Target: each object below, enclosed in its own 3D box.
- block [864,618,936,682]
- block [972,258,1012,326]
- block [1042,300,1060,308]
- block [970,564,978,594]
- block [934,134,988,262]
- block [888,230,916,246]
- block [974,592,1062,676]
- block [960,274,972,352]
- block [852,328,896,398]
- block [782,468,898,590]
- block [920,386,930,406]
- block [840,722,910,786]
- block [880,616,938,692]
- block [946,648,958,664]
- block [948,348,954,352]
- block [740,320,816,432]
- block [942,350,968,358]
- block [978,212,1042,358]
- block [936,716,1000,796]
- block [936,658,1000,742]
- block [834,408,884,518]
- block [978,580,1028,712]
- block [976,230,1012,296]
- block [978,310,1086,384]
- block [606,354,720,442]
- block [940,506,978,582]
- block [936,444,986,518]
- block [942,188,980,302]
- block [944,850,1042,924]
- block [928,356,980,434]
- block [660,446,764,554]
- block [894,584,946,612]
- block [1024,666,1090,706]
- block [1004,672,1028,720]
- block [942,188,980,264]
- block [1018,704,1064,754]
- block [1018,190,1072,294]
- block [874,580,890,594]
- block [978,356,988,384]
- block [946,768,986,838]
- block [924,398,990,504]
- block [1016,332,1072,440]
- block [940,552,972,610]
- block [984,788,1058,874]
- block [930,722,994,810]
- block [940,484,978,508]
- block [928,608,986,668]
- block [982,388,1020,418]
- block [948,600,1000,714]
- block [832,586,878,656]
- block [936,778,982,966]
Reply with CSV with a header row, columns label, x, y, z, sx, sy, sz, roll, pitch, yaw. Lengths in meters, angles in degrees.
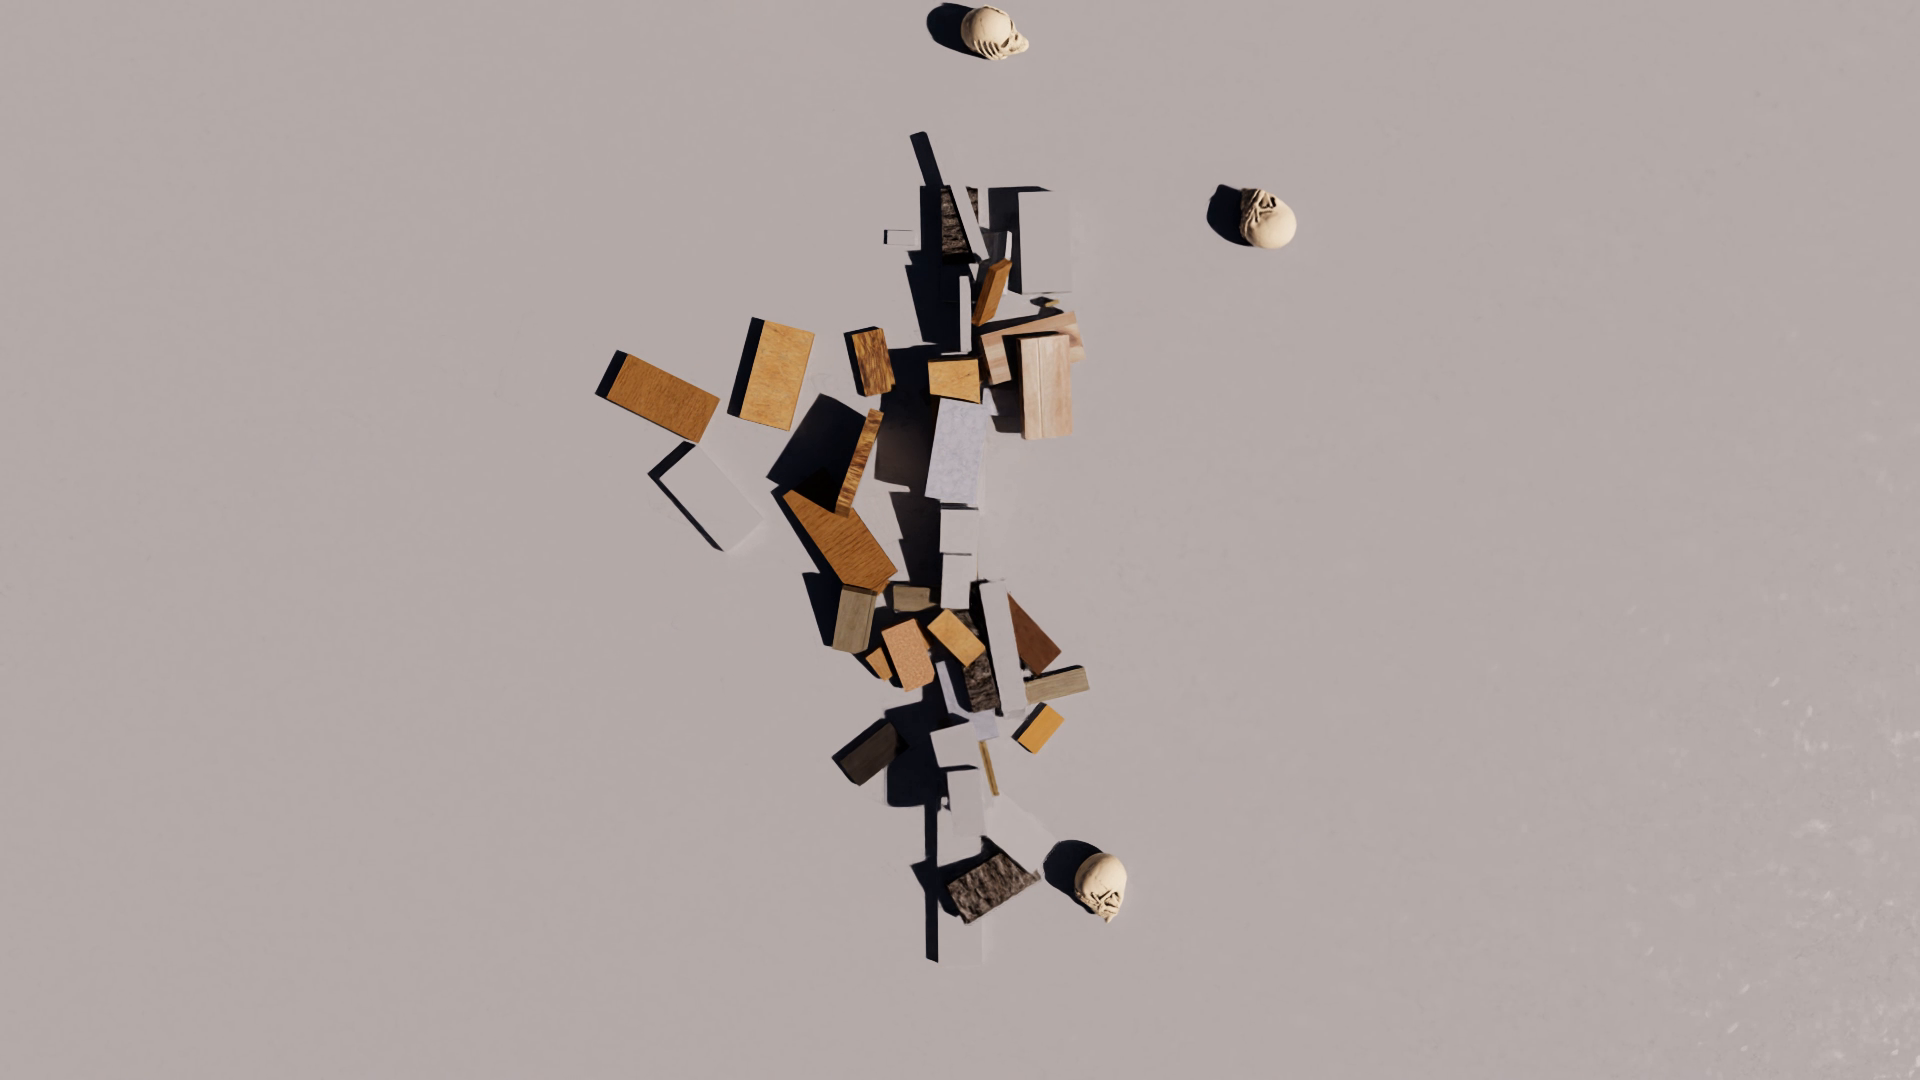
label,x,y,z,sx,sy,sz,roll,pitch,yaw
block,-0.199,0.363,5.469,0.213,0.030,0.107,-37,108,0
block,0.102,-0.802,5.348,0.030,0.105,0.210,32,128,16
block,0.302,-0.781,5.453,0.046,0.093,0.013,-18,96,0
block,-0.002,0.060,5.445,0.122,0.035,0.245,0,108,0
block,0.007,-1.123,5.424,0.046,0.013,0.428,-18,90,1
block,-0.195,-1.006,5.493,0.093,0.013,0.046,2,90,0
block,0.190,0.298,5.461,0.115,0.033,0.310,-44,93,-15
block,0.018,-0.747,5.414,0.034,0.121,0.243,-1,103,0
block,-0.284,-0.589,5.485,0.105,0.030,0.210,-13,90,0
block,-0.396,-0.021,5.458,0.167,0.047,0.422,-36,85,1
block,-0.072,-0.499,5.492,0.115,0.016,0.058,-30,90,0
block,-0.283,0.711,5.485,0.213,0.030,0.107,-38,90,0
block,-0.168,0.377,5.446,0.115,0.033,0.230,-22,107,-5
block,-0.019,0.360,5.470,0.046,0.013,0.092,-29,62,-8
block,-0.041,-0.577,5.476,0.058,0.016,0.115,34,90,0
block,-0.606,-0.544,5.476,0.167,0.047,0.334,15,90,0
block,-0.013,-0.537,5.446,0.087,0.025,0.174,-4,111,0
block,0.192,-0.822,5.477,0.165,0.047,0.499,14,90,0
block,0.025,0.717,5.437,0.143,0.040,0.285,-14,72,0
block,0.025,0.527,5.445,0.143,0.040,0.285,-15,76,0
block,-0.329,-0.249,5.382,0.047,0.167,0.334,19,78,-2
block,0.143,0.347,5.420,0.085,0.024,0.428,-10,95,3
block,0.113,-0.910,5.446,0.105,0.030,0.210,1,83,37
block,0.237,-0.633,5.430,0.329,0.047,0.165,-16,97,-13
block,-0.984,-0.470,5.476,0.332,0.047,0.166,26,90,0
block,-0.004,0.013,5.392,0.122,0.035,0.245,1,108,-1
block,0.002,-0.237,5.433,0.161,0.046,0.322,-1,106,0
block,0.001,-0.980,5.483,0.122,0.034,0.375,1,90,0
block,0.109,1.127,5.442,0.290,0.041,0.145,-29,92,-14
block,-0.014,-0.437,5.420,0.161,0.046,0.322,-4,111,0
block,-0.823,-0.135,5.476,0.166,0.047,0.332,-42,90,0
block,-0.134,0.194,5.466,0.169,0.024,0.085,2,109,6
block,0.306,0.489,5.489,0.241,0.022,0.077,-14,90,0
block,0.177,0.516,5.470,0.077,0.022,0.154,-5,93,20
block,0.001,-1.036,5.448,0.121,0.034,0.243,-1,90,1
block,0.270,0.631,5.489,0.077,0.022,0.154,40,90,0
block,0.280,-0.978,5.430,0.165,0.047,0.329,-2,90,0
block,-0.321,0.113,5.488,0.169,0.024,0.085,43,90,0
block,0.078,-0.574,5.451,0.058,0.016,0.115,37,109,-8
block,0.021,0.850,5.318,0.107,0.030,0.213,-6,85,1
block,-0.009,-0.288,5.350,0.161,0.046,0.322,9,94,-1
block,0.278,-0.503,5.410,0.166,0.047,0.332,-8,107,-16
block,-0.012,0.134,5.401,0.092,0.026,0.185,3,108,-1
block,0.167,0.952,5.435,0.290,0.041,0.145,41,74,-1
block,0.007,0.746,5.363,0.143,0.040,0.285,-15,85,0
block,-0.004,-0.094,5.432,0.122,0.035,0.245,-1,107,0
block,-0.011,0.322,5.413,0.092,0.026,0.185,-44,83,-10
block,0.162,-0.453,5.488,0.174,0.025,0.087,5,90,0
block,0.042,0.385,5.432,0.092,0.026,0.359,-13,78,-10
block,-0.347,0.265,5.433,0.115,0.033,0.230,11,117,0
block,-0.002,1.102,5.479,0.145,0.041,0.616,-1,90,0
